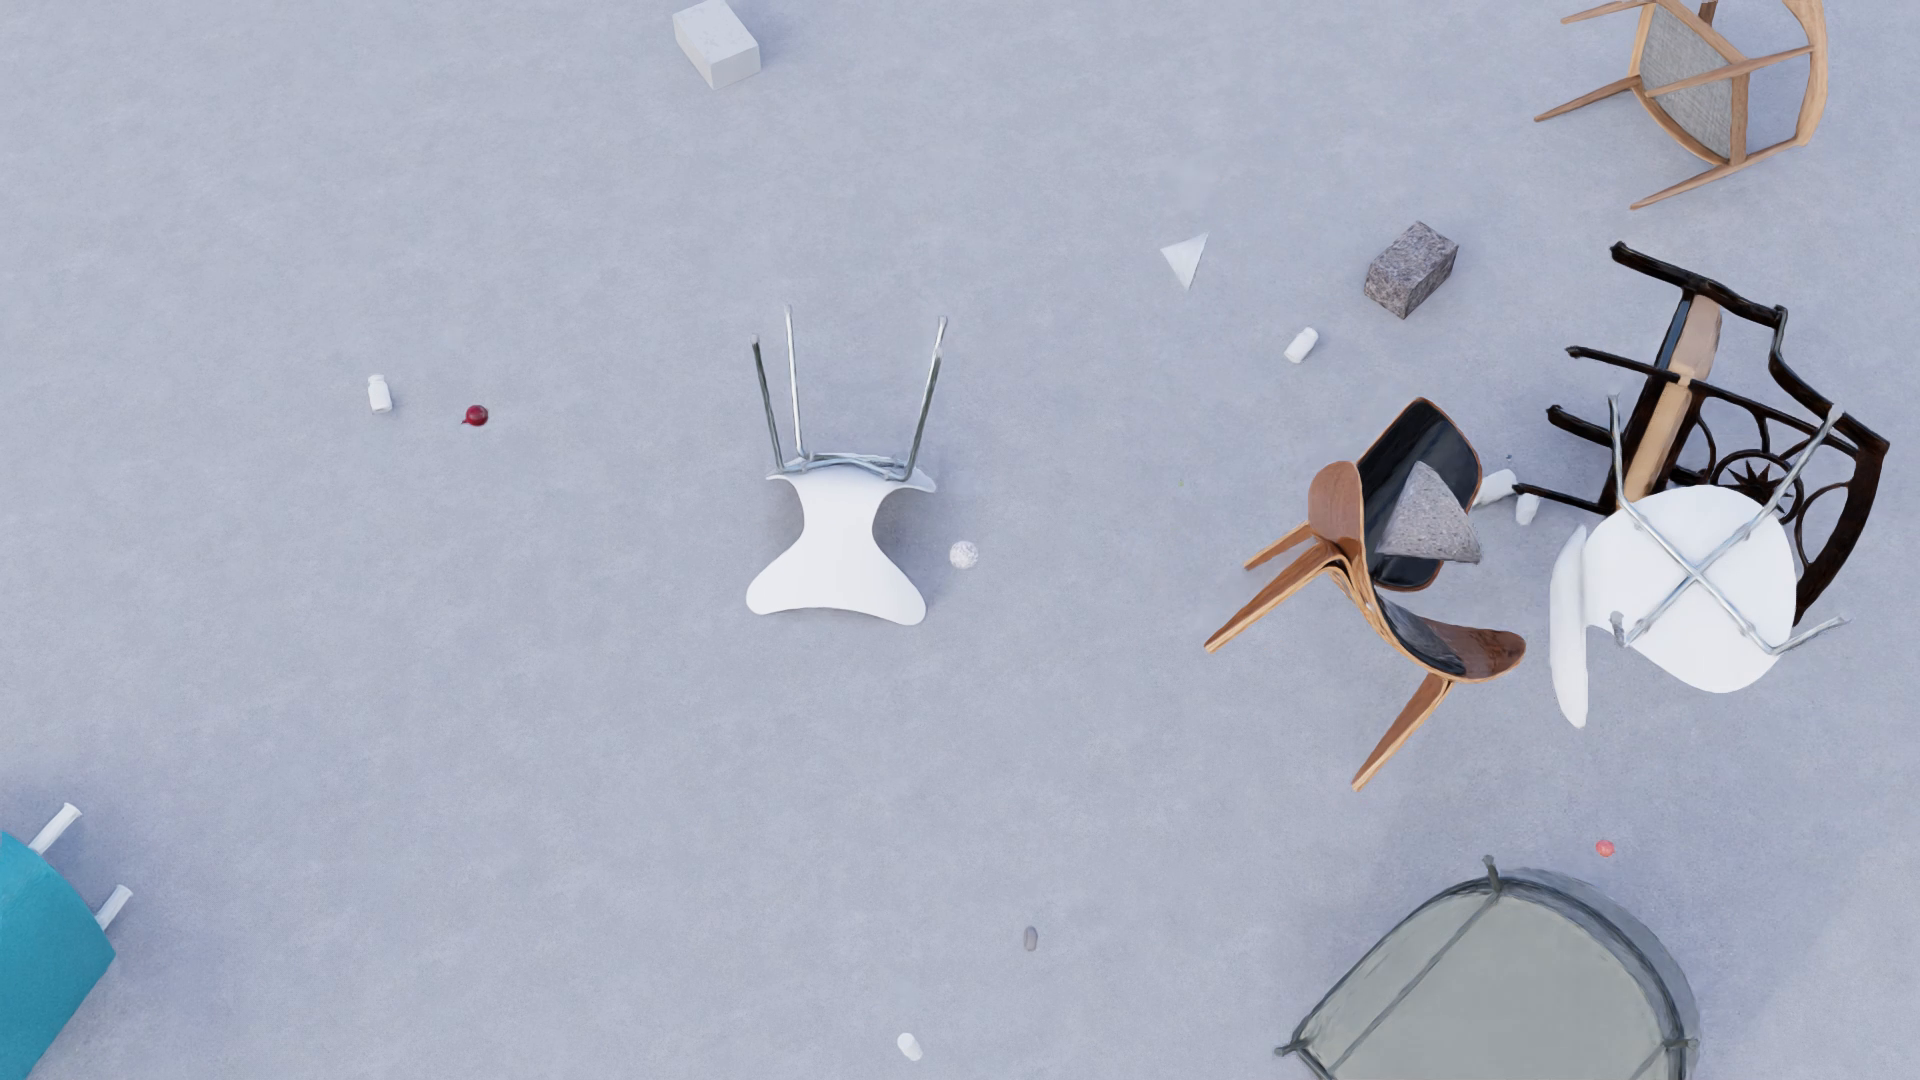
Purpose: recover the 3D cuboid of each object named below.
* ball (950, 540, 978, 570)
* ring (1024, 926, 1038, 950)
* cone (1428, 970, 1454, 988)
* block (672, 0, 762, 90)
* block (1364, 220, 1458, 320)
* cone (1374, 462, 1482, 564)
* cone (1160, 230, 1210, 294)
[{"bbox_3d":[0.011,0.041,6.096,0.080,0.080,0.080,0,56,0],"label":"ball"},{"bbox_3d":[0.187,1.055,5.830,0.027,0.055,0.078,10,27,-7],"label":"ring"},{"bbox_3d":[1.268,1.143,5.771,0.074,0.060,0.042,18,58,12],"label":"cone"},{"bbox_3d":[-0.847,-1.732,7.662,0.187,0.123,0.286,-27,60,-17],"label":"block"},{"bbox_3d":[1.449,-0.869,7.069,0.162,0.146,0.255,38,64,22],"label":"block"},{"bbox_3d":[1.155,-0.019,5.640,0.219,0.273,0.314,-28,57,-4],"label":"cone"},{"bbox_3d":[0.636,-0.824,6.369,0.117,0.193,0.208,20,20,4],"label":"cone"}]
